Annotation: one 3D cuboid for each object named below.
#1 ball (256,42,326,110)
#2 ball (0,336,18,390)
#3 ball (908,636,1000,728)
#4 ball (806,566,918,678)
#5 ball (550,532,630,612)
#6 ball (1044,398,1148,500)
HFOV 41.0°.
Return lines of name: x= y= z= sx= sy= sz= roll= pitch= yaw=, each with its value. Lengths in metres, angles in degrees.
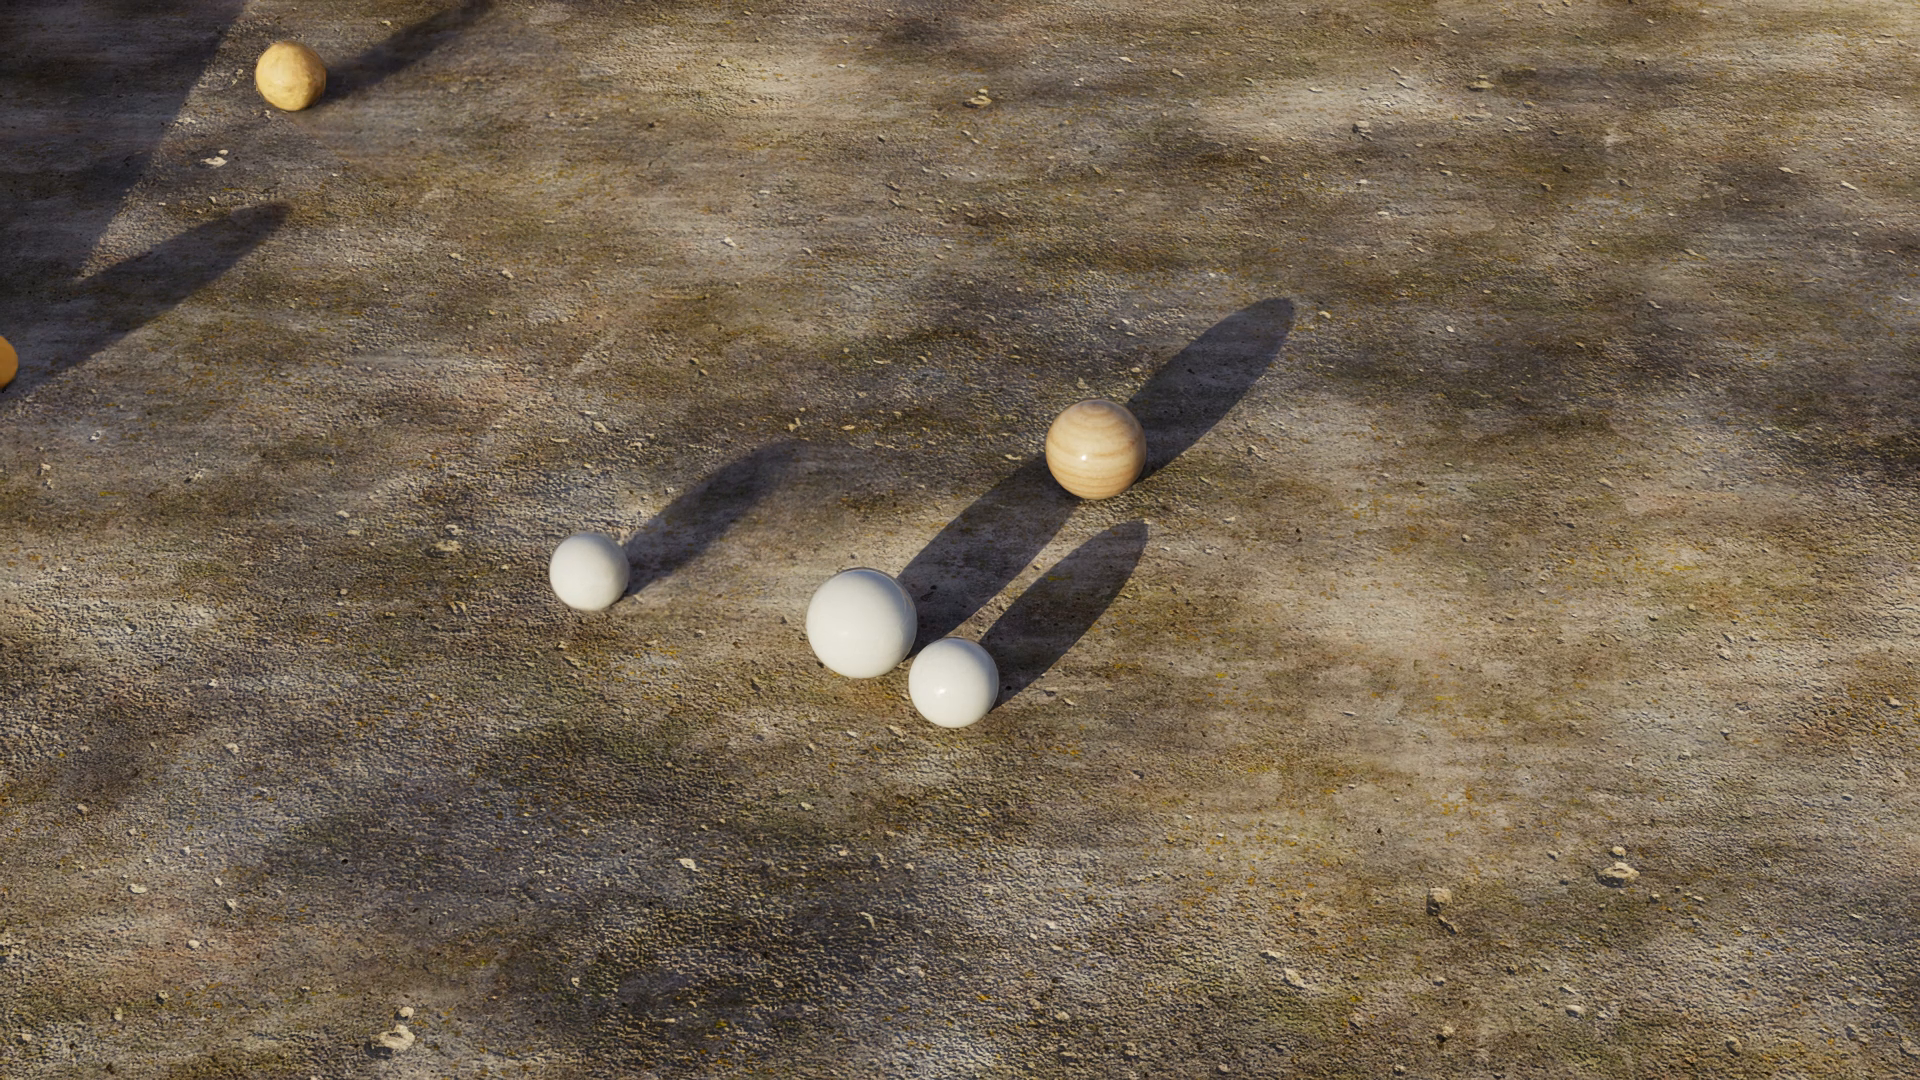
ball: x=-0.573 y=-0.398 z=2.198 sx=0.059 sy=0.059 sz=0.059 roll=0 pitch=36 yaw=0
ball: x=-0.700 y=-0.127 z=1.841 sx=0.045 sy=0.045 sz=0.045 roll=0 pitch=36 yaw=0
ball: x=-0.004 y=0.086 z=1.542 sx=0.055 sy=0.055 sz=0.055 roll=0 pitch=36 yaw=0
ball: x=-0.060 y=0.051 z=1.578 sx=0.069 sy=0.069 sz=0.069 roll=0 pitch=36 yaw=0
ball: x=-0.236 y=0.020 z=1.634 sx=0.051 sy=0.051 sz=0.051 roll=0 pitch=36 yaw=0
ball: x=0.092 y=-0.062 z=1.732 sx=0.069 sy=0.069 sz=0.069 roll=0 pitch=36 yaw=0
